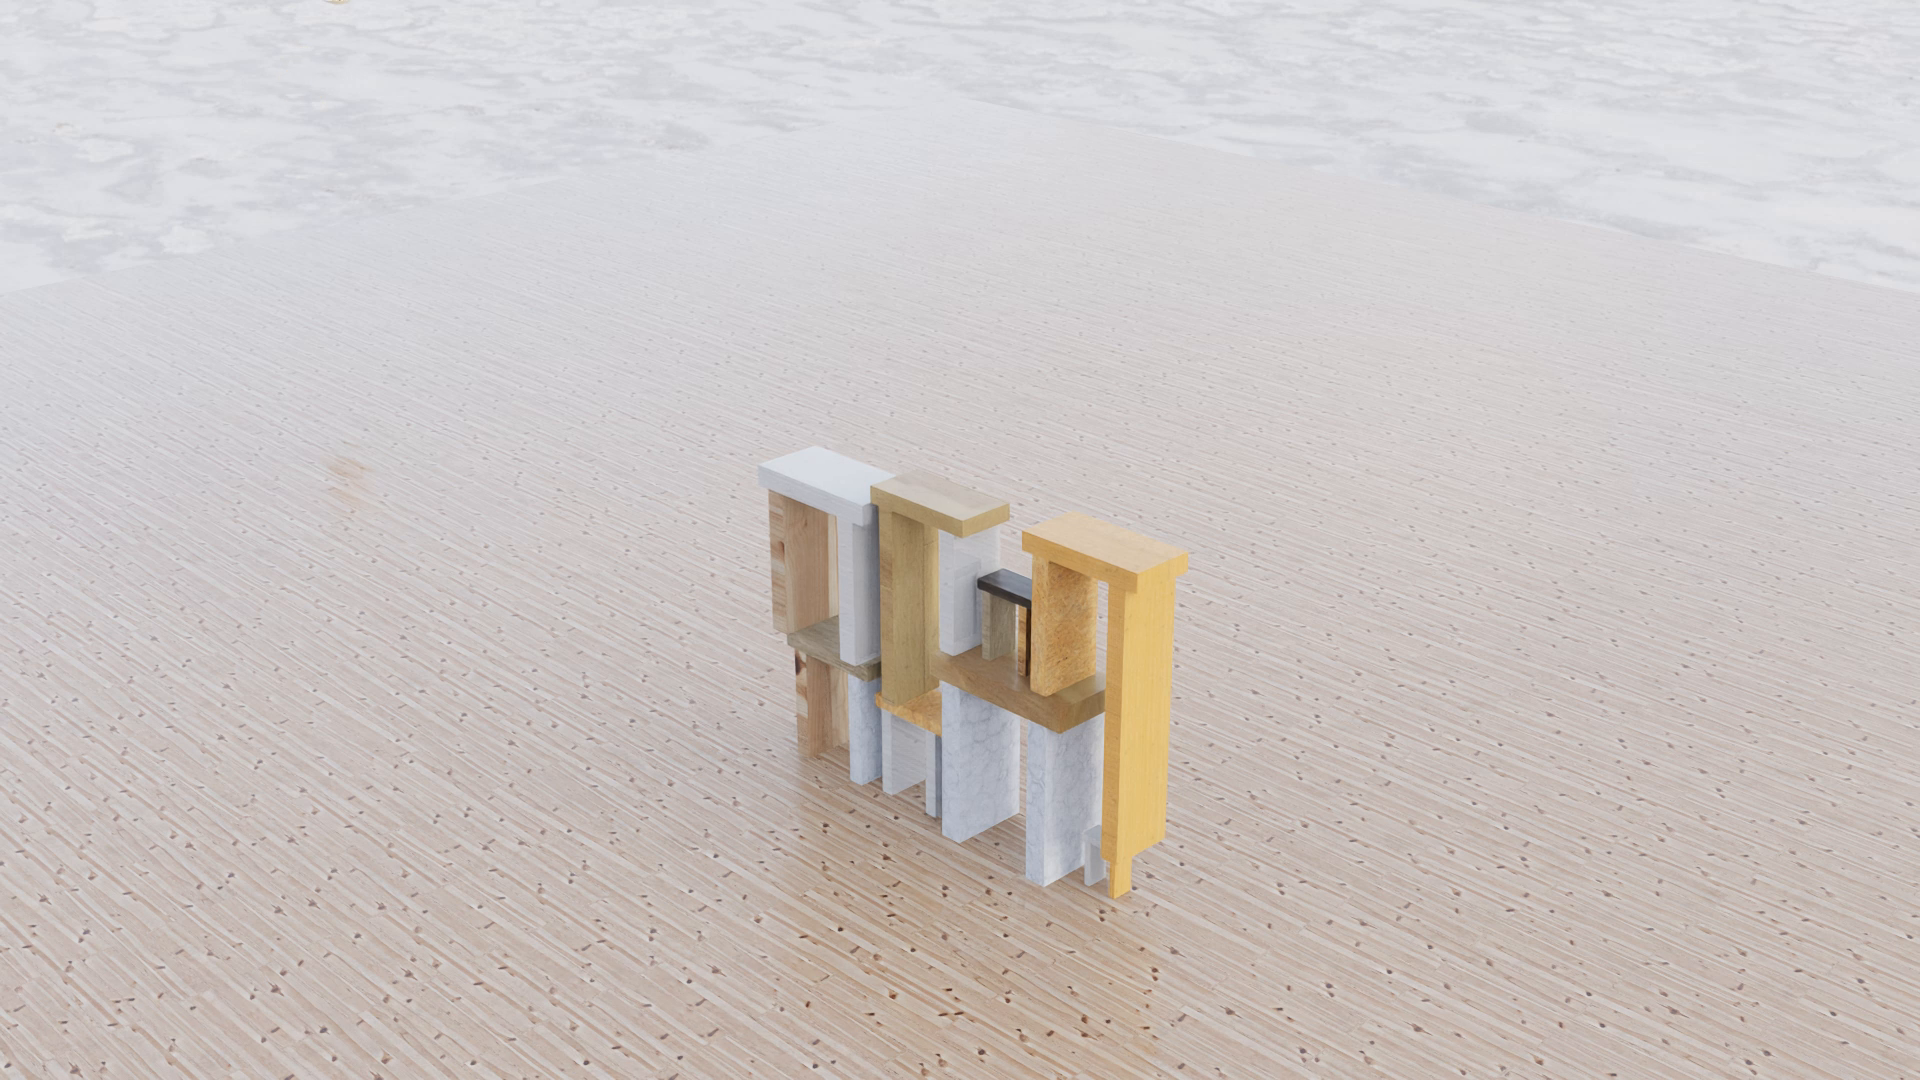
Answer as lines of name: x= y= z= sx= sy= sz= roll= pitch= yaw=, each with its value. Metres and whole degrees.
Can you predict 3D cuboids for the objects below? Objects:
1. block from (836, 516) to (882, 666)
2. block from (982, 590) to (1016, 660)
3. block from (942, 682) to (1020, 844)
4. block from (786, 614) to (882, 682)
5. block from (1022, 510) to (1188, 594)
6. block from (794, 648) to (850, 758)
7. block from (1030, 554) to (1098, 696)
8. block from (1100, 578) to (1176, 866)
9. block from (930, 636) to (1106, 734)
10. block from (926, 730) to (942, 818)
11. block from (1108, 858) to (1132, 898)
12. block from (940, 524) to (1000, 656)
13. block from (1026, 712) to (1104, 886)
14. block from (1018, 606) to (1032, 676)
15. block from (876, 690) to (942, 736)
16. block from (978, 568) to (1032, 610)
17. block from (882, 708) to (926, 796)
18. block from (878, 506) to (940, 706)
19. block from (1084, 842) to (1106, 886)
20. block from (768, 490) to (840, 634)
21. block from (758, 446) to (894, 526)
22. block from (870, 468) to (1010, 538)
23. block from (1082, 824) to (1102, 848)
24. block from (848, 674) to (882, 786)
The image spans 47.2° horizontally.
block: x=-0.172 y=0.083 z=4.441 sx=0.157 sy=0.314 sz=0.044 roll=-21 pitch=31 yaw=-40
block: x=0.075 y=0.154 z=4.216 sx=0.020 sy=0.142 sz=0.071 roll=21 pitch=31 yaw=41
block: x=0.042 y=0.412 z=4.352 sx=0.048 sy=0.342 sz=0.171 roll=21 pitch=31 yaw=41
block: x=-0.231 y=0.221 z=4.562 sx=0.124 sy=0.035 sz=0.247 roll=-21 pitch=31 yaw=-41
block: x=0.259 y=0.020 z=3.958 sx=0.138 sy=0.039 sz=0.276 roll=-21 pitch=31 yaw=-41
block: x=-0.289 y=0.328 z=4.671 sx=0.124 sy=0.248 sz=0.035 roll=-21 pitch=31 yaw=-41
block: x=0.194 y=0.139 z=4.079 sx=0.039 sy=0.276 sz=0.138 roll=21 pitch=31 yaw=41
block: x=0.324 y=0.320 z=4.014 sx=0.138 sy=0.559 sz=0.039 roll=-21 pitch=31 yaw=-41
block: x=0.123 y=0.264 z=4.201 sx=0.342 sy=0.048 sz=0.171 roll=21 pitch=31 yaw=41
block: x=-0.025 y=0.456 z=4.441 sx=0.027 sy=0.192 sz=0.096 roll=21 pitch=31 yaw=41
block: x=0.303 y=0.628 z=4.161 sx=0.013 sy=0.094 sz=0.047 roll=21 pitch=31 yaw=41
block: x=0.020 y=0.085 z=4.236 sx=0.036 sy=0.254 sz=0.127 roll=21 pitch=31 yaw=41
block: x=0.203 y=0.475 z=4.203 sx=0.048 sy=0.342 sz=0.171 roll=21 pitch=31 yaw=41
block: x=0.142 y=0.180 z=4.155 sx=0.020 sy=0.142 sz=0.071 roll=21 pitch=31 yaw=41
block: x=-0.071 y=0.337 z=4.440 sx=0.192 sy=0.027 sz=0.096 roll=21 pitch=31 yaw=41
block: x=0.108 y=0.092 z=4.154 sx=0.142 sy=0.020 sz=0.071 roll=21 pitch=31 yaw=41
block: x=-0.116 y=0.420 z=4.524 sx=0.027 sy=0.192 sz=0.096 roll=21 pitch=31 yaw=41
block: x=-0.100 y=0.117 z=4.380 sx=0.036 sy=0.425 sz=0.127 roll=21 pitch=31 yaw=41
block: x=0.259 y=0.610 z=4.202 sx=0.047 sy=0.094 sz=0.013 roll=-21 pitch=31 yaw=-41
block: x=-0.320 y=0.025 z=4.577 sx=0.157 sy=0.314 sz=0.044 roll=-21 pitch=31 yaw=-41
block: x=-0.246 y=-0.111 z=4.439 sx=0.157 sy=0.044 sz=0.314 roll=-21 pitch=31 yaw=-40
block: x=-0.040 y=-0.072 z=4.235 sx=0.127 sy=0.036 sz=0.254 roll=-21 pitch=31 yaw=-41
block: x=0.281 y=0.569 z=4.160 sx=0.047 sy=0.013 sz=0.095 roll=-21 pitch=31 yaw=-41
block: x=-0.172 y=0.374 z=4.563 sx=0.124 sy=0.248 sz=0.035 roll=-21 pitch=31 yaw=-41
